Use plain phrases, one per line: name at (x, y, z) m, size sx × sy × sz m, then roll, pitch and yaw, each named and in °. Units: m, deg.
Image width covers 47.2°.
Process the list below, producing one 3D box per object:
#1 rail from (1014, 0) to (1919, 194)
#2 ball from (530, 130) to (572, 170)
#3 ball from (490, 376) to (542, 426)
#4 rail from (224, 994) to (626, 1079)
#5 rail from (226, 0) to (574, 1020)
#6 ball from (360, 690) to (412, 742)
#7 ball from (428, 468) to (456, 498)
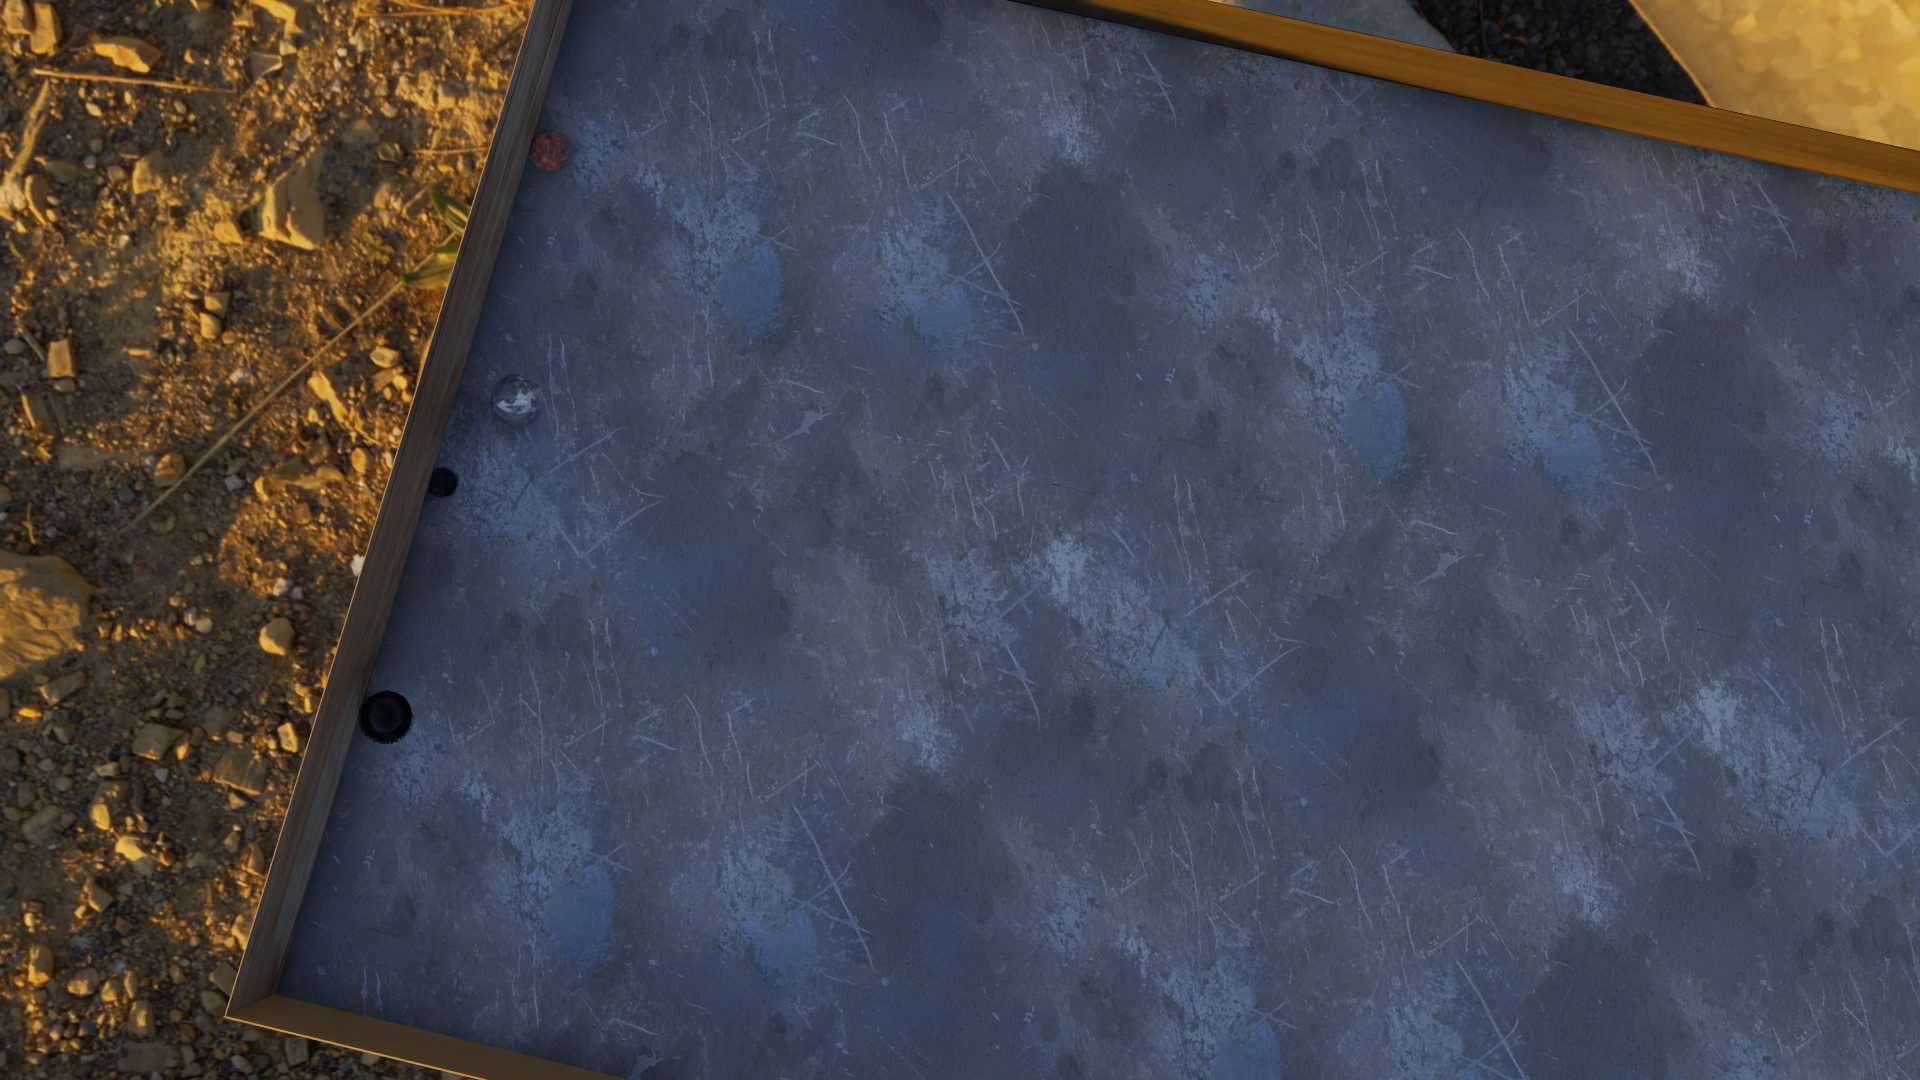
rail at (1.032, -0.672, 3.475) m, size 3.397 × 0.100 × 0.045 m, roll 13°, pitch 77°, yaw 3°
ball at (-0.647, -0.617, 3.481) m, size 0.065 × 0.065 × 0.065 m, roll 0°, pitch 76°, yaw 0°
ball at (-0.681, -0.215, 3.377) m, size 0.077 × 0.077 × 0.077 m, roll 0°, pitch 76°, yaw 0°
rail at (0.622, 1.037, 3.060) m, size 3.397 × 0.100 × 0.045 m, roll 13°, pitch 77°, yaw 3°
rail at (-0.804, -0.187, 3.357) m, size 0.045 × 0.100 × 1.853 m, roll 13°, pitch 77°, yaw 3°
ball at (-0.850, 0.262, 3.262) m, size 0.075 × 0.075 × 0.075 m, roll 0°, pitch 76°, yaw 0°
ball at (-0.792, -0.087, 3.362) m, size 0.045 × 0.045 × 0.045 m, roll 0°, pitch 76°, yaw 0°
